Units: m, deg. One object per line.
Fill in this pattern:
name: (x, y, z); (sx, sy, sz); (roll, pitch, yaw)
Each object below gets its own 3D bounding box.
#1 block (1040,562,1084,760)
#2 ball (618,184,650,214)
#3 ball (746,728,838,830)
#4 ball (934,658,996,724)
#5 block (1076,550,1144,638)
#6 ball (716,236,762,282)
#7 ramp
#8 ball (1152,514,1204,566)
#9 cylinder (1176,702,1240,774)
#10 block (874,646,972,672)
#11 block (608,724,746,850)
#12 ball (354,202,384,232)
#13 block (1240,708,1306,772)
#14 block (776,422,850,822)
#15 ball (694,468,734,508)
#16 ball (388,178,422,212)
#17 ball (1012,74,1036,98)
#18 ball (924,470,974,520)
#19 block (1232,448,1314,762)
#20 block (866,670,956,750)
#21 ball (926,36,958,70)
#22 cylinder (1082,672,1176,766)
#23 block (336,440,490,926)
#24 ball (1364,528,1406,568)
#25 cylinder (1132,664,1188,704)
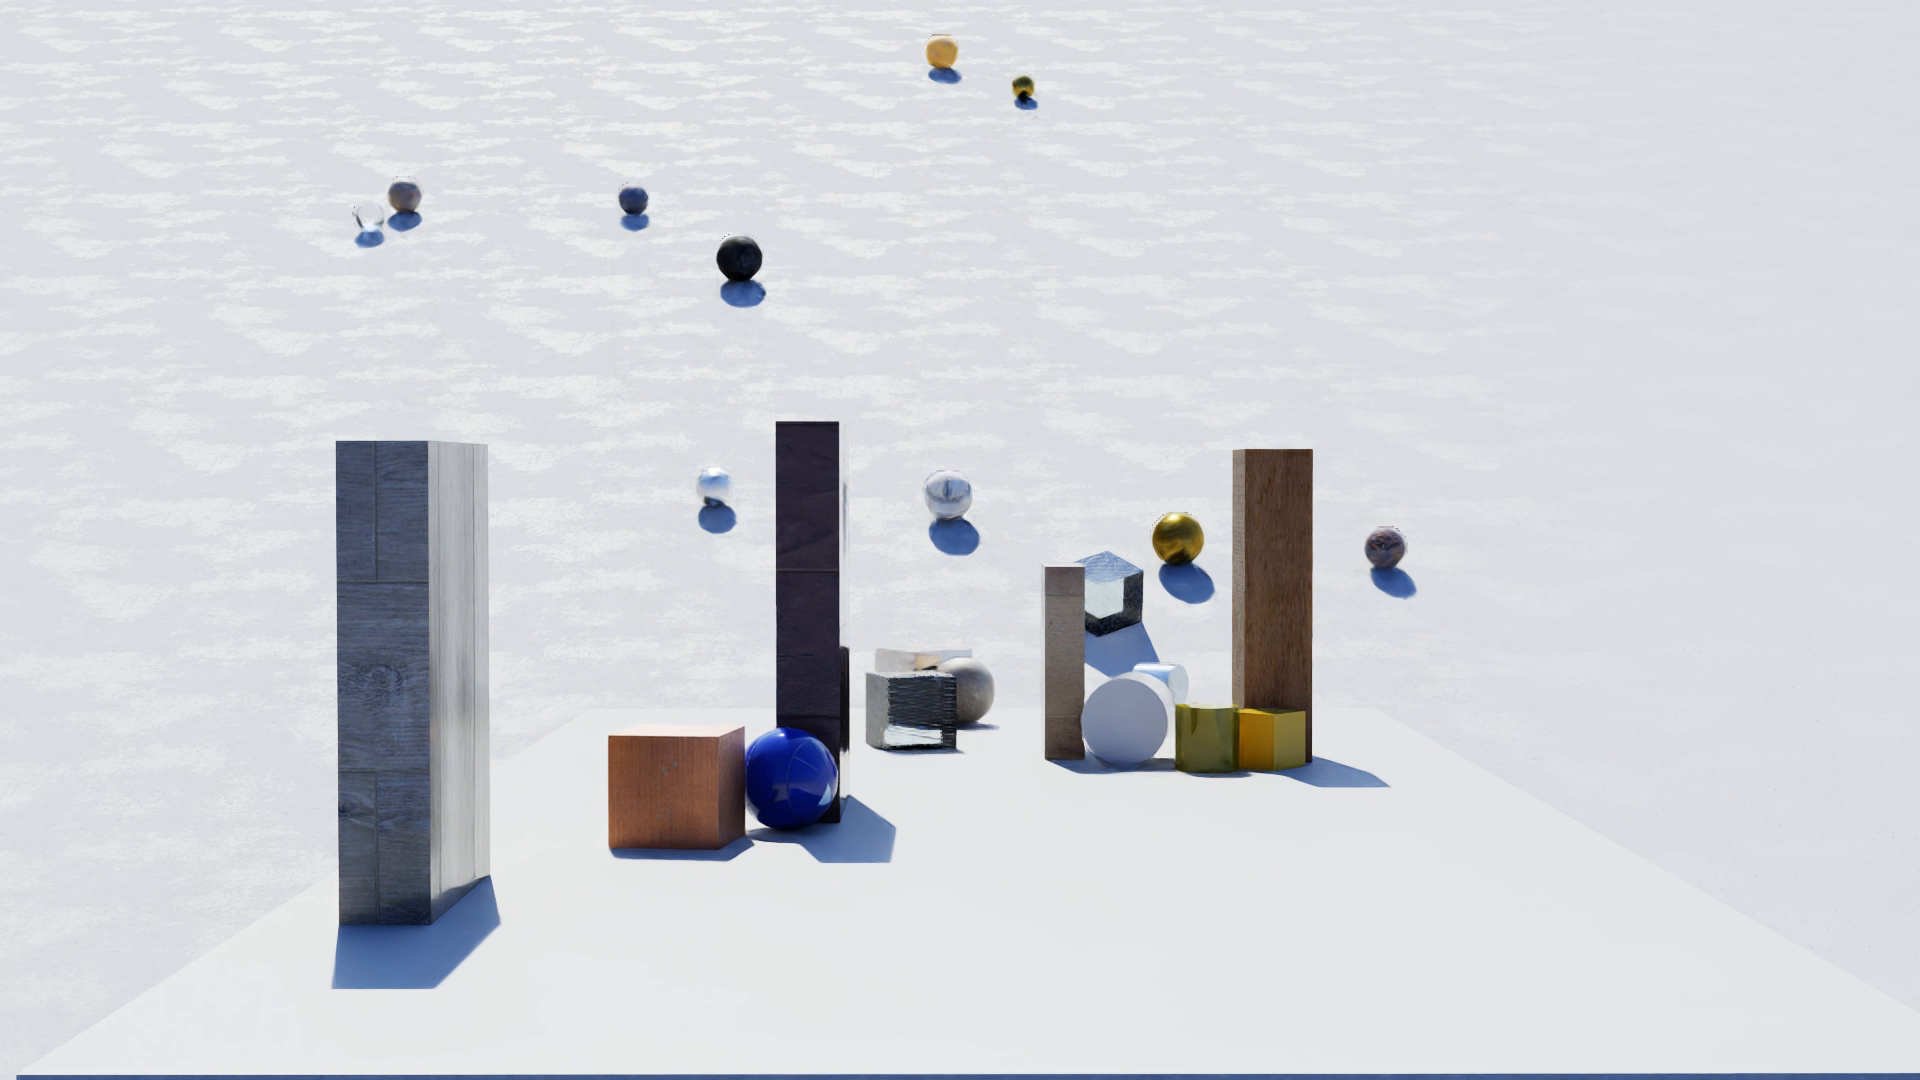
block: (0.219, 0.254, 5.503); (0.084, 0.404, 0.243); (0, 1, 0)
ball: (-1.309, -1.366, 10.351); (0.122, 0.122, 0.122); (0, 26, 0)
ball: (-0.290, 0.400, 4.324); (0.173, 0.173, 0.173); (0, 26, 0)
ball: (0.005, 0.359, 6.136); (0.161, 0.161, 0.161); (0, 26, 0)
block: (0.397, 0.149, 7.171); (0.159, 0.159, 0.159); (-18, 31, -33)
ball: (-0.825, -1.053, 9.646); (0.172, 0.172, 0.172); (0, 26, 0)
ramp: (0.059, 0.530, 4.567); (2.000, 0.100, 4.000); (0, 1, 0)
ball: (0.633, -0.002, 7.492); (0.152, 0.152, 0.152); (0, 26, 0)
cylinder: (0.499, 0.399, 5.200); (0.130, 0.130, 0.130); (0, 1, 0)
block: (-0.090, 0.350, 6.275); (0.172, 0.172, 0.172); (-1, 2, -37)
block: (-0.459, 0.399, 4.192); (0.181, 0.181, 0.181); (0, 1, 9)
ball: (-2.324, -1.269, 10.158); (0.116, 0.116, 0.116); (0, 26, 0)
block: (0.624, 0.405, 5.252); (0.114, 0.114, 0.114); (1, 2, 41)
block: (-0.260, 0.136, 4.605); (0.109, 0.687, 0.403); (0, 1, 0)
ball: (-0.748, -0.159, 7.856); (0.119, 0.119, 0.119); (0, 26, 0)
ball: (-2.234, -1.385, 10.372); (0.138, 0.138, 0.138); (0, 26, 0)
ball: (0.291, -2.082, 11.846); (0.111, 0.111, 0.111); (0, 26, 0)
ball: (-0.035, -0.133, 7.764); (0.151, 0.151, 0.151); (0, 26, 0)
block: (0.658, 0.133, 5.446); (0.141, 0.648, 0.240); (0, 1, 0)
block: (-0.109, 0.373, 5.661); (0.158, 0.158, 0.158); (-1, 2, -20)
ball: (-0.086, -2.325, 12.294); (0.160, 0.160, 0.160); (0, 26, 0)
cylinder: (0.353, 0.370, 5.360); (0.179, 0.179, 0.179); (5, 2, 11)
block: (-0.762, 0.184, 3.623); (0.122, 0.641, 0.435); (0, 1, 0)
ball: (1.232, 0.023, 7.476); (0.120, 0.120, 0.120); (0, 26, 0)
cylinder: (0.508, 0.373, 6.582); (0.111, 0.111, 0.111); (-1, 22, 33)
